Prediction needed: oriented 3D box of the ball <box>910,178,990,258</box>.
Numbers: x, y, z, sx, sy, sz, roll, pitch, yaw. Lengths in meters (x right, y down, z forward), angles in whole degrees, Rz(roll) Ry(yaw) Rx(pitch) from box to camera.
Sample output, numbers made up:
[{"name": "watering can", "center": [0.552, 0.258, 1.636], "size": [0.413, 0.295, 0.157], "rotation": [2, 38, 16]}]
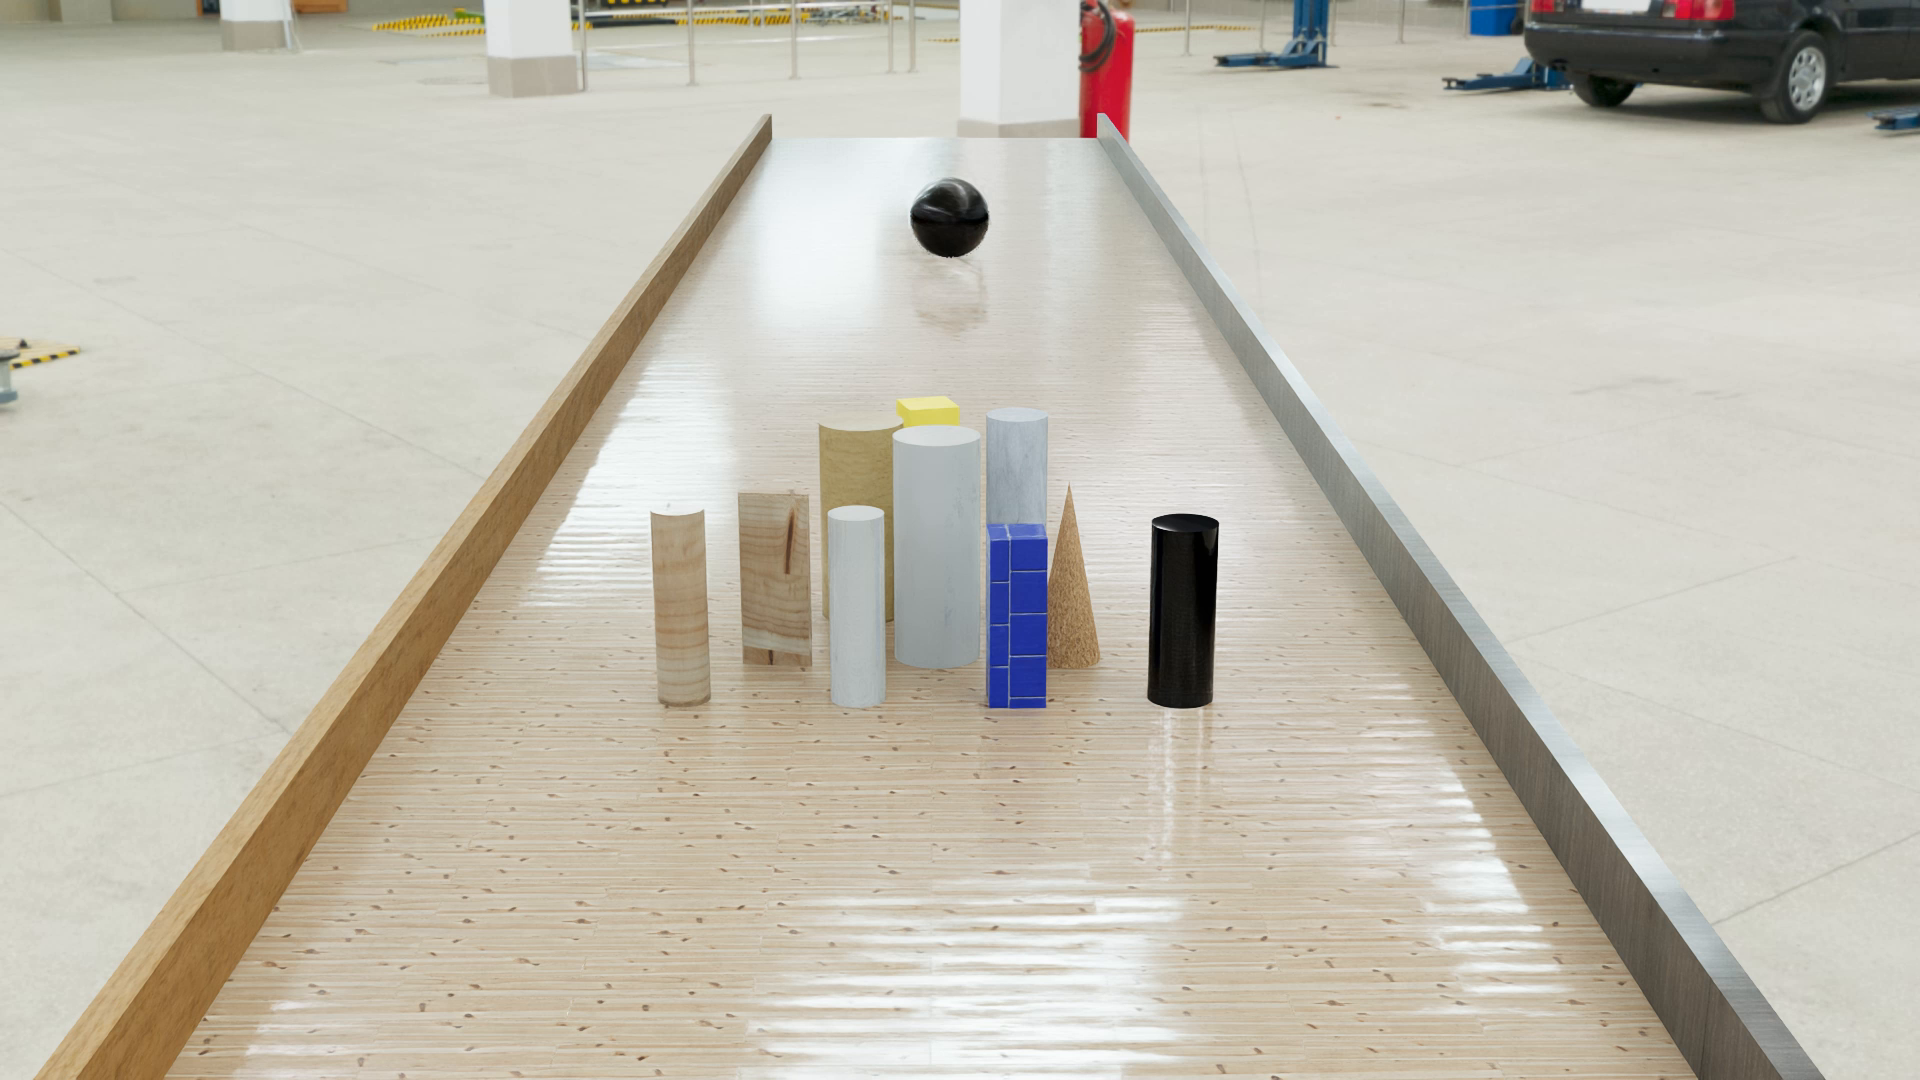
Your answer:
[{"name": "ball", "center": [-0.042, -1.342, 9.153], "size": [0.333, 0.333, 0.333], "rotation": [0, 17, 0]}]

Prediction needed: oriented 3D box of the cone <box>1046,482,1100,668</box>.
[{"name": "cone", "center": [0.215, 0.059, 4.378], "size": [0.137, 0.370, 0.137], "rotation": [0, 17, 0]}]

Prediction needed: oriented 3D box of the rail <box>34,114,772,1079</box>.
[{"name": "rail", "center": [-1.118, -0.838, 7.780], "size": [0.050, 0.150, 12.000], "rotation": [0, 17, -1]}]

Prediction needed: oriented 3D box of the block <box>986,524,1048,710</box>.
[{"name": "block", "center": [0.106, 0.144, 4.160], "size": [0.107, 0.333, 0.107], "rotation": [-1, 17, -3]}]

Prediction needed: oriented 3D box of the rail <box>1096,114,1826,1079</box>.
[{"name": "rail", "center": [0.932, -0.844, 7.801], "size": [0.050, 0.150, 12.000], "rotation": [0, 17, -1]}]

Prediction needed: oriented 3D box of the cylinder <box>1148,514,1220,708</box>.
[{"name": "cylinder", "center": [0.422, 0.134, 4.165], "size": [0.127, 0.348, 0.127], "rotation": [0, 17, 0]}]

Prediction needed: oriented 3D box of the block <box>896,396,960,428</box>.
[{"name": "block", "center": [-0.071, -0.110, 4.894], "size": [0.112, 0.400, 0.112], "rotation": [-5, 17, -16]}]

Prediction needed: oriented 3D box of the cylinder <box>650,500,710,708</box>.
[{"name": "cylinder", "center": [-0.527, 0.121, 4.156], "size": [0.101, 0.378, 0.101], "rotation": [0, 17, 0]}]

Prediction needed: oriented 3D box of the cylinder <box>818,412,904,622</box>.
[{"name": "cylinder", "center": [-0.206, -0.047, 4.648], "size": [0.178, 0.420, 0.178], "rotation": [0, 17, 0]}]

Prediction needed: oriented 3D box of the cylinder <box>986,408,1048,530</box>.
[{"name": "cylinder", "center": [0.118, -0.047, 4.606], "size": [0.127, 0.444, 0.127], "rotation": [0, 17, 0]}]

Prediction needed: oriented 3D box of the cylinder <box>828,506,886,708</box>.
[{"name": "cylinder", "center": [-0.194, 0.126, 4.158], "size": [0.106, 0.368, 0.106], "rotation": [0, 17, 0]}]

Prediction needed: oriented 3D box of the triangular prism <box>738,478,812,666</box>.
[{"name": "triangular prism", "center": [-0.358, 0.062, 4.395], "size": [0.139, 0.355, 0.121], "rotation": [2, 17, 7]}]

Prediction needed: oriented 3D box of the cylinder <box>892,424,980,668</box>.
[{"name": "cylinder", "center": [-0.046, 0.013, 4.385], "size": [0.174, 0.456, 0.174], "rotation": [0, 17, 0]}]
